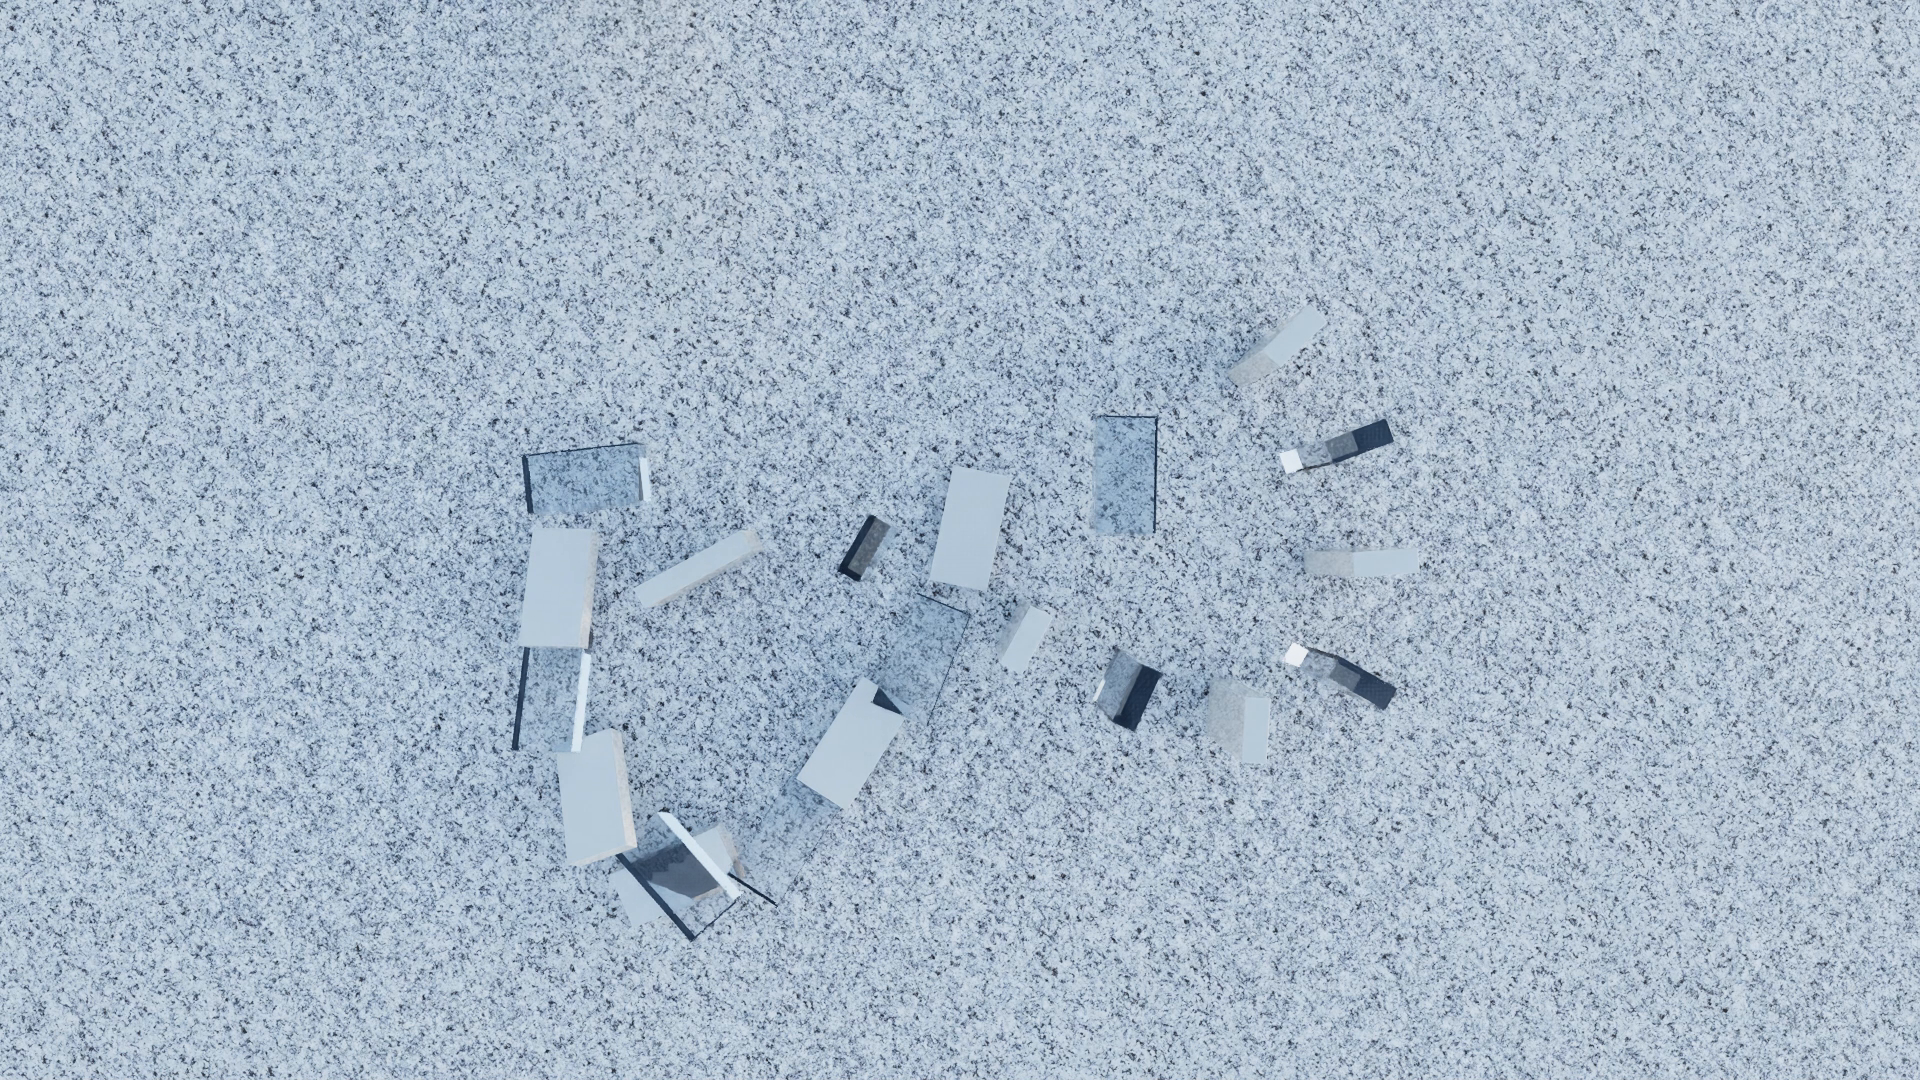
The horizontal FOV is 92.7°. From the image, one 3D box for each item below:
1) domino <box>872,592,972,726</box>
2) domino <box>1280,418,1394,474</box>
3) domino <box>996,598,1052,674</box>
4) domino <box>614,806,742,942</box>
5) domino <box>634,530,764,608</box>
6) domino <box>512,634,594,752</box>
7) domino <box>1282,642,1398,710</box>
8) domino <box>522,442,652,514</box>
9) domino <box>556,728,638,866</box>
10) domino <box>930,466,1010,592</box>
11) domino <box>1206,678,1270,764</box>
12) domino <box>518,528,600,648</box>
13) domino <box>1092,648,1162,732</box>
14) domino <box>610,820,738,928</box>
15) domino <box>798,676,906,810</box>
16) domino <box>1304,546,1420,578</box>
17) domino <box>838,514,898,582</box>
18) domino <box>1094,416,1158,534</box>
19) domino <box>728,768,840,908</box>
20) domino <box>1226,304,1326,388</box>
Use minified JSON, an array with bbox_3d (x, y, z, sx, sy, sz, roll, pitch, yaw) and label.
[{"bbox_3d":[-0.016,0.051,0.390,0.025,0.009,0.050,22,79,-2],"label":"domino"},{"bbox_3d":[0.153,-0.038,0.375,0.025,0.050,0.009,-20,90,0],"label":"domino"},{"bbox_3d":[0.025,0.038,0.375,0.010,0.050,0.025,28,90,0],"label":"domino"},{"bbox_3d":[-0.119,0.140,0.386,0.025,0.010,0.050,-41,90,0],"label":"domino"},{"bbox_3d":[-0.109,0.012,0.388,0.050,0.025,0.010,-29,90,0],"label":"domino"},{"bbox_3d":[-0.173,0.064,0.390,0.025,0.009,0.050,1,77,0],"label":"domino"},{"bbox_3d":[0.154,0.055,0.375,0.025,0.050,0.009,29,90,0],"label":"domino"},{"bbox_3d":[-0.161,-0.027,0.395,0.050,0.009,0.025,-6,90,0],"label":"domino"},{"bbox_3d":[-0.153,0.108,0.385,0.025,0.009,0.050,-19,64,0],"label":"domino"},{"bbox_3d":[0.004,-0.005,0.395,0.025,0.010,0.050,12,90,0],"label":"domino"},{"bbox_3d":[0.113,0.073,0.375,0.010,0.050,0.025,4,90,0],"label":"domino"},{"bbox_3d":[-0.170,0.021,0.390,0.025,0.010,0.050,1,77,0],"label":"domino"},{"bbox_3d":[0.068,0.060,0.375,0.010,0.050,0.025,25,90,0],"label":"domino"},{"bbox_3d":[-0.121,0.144,0.395,0.050,0.009,0.025,-24,90,0],"label":"domino"},{"bbox_3d":[-0.045,0.086,0.391,0.025,0.009,0.050,33,79,0],"label":"domino"},{"bbox_3d":[0.163,0.009,0.375,0.025,0.050,0.009,-4,90,0],"label":"domino"},{"bbox_3d":[-0.037,0.003,0.375,0.010,0.050,0.025,30,90,0],"label":"domino"},{"bbox_3d":[0.071,-0.028,0.395,0.025,0.010,0.050,1,90,0],"label":"domino"},{"bbox_3d":[-0.074,0.126,0.390,0.025,0.010,0.050,33,78,0],"label":"domino"},{"bbox_3d":[0.128,-0.078,0.375,0.025,0.050,0.009,-44,90,0],"label":"domino"}]
